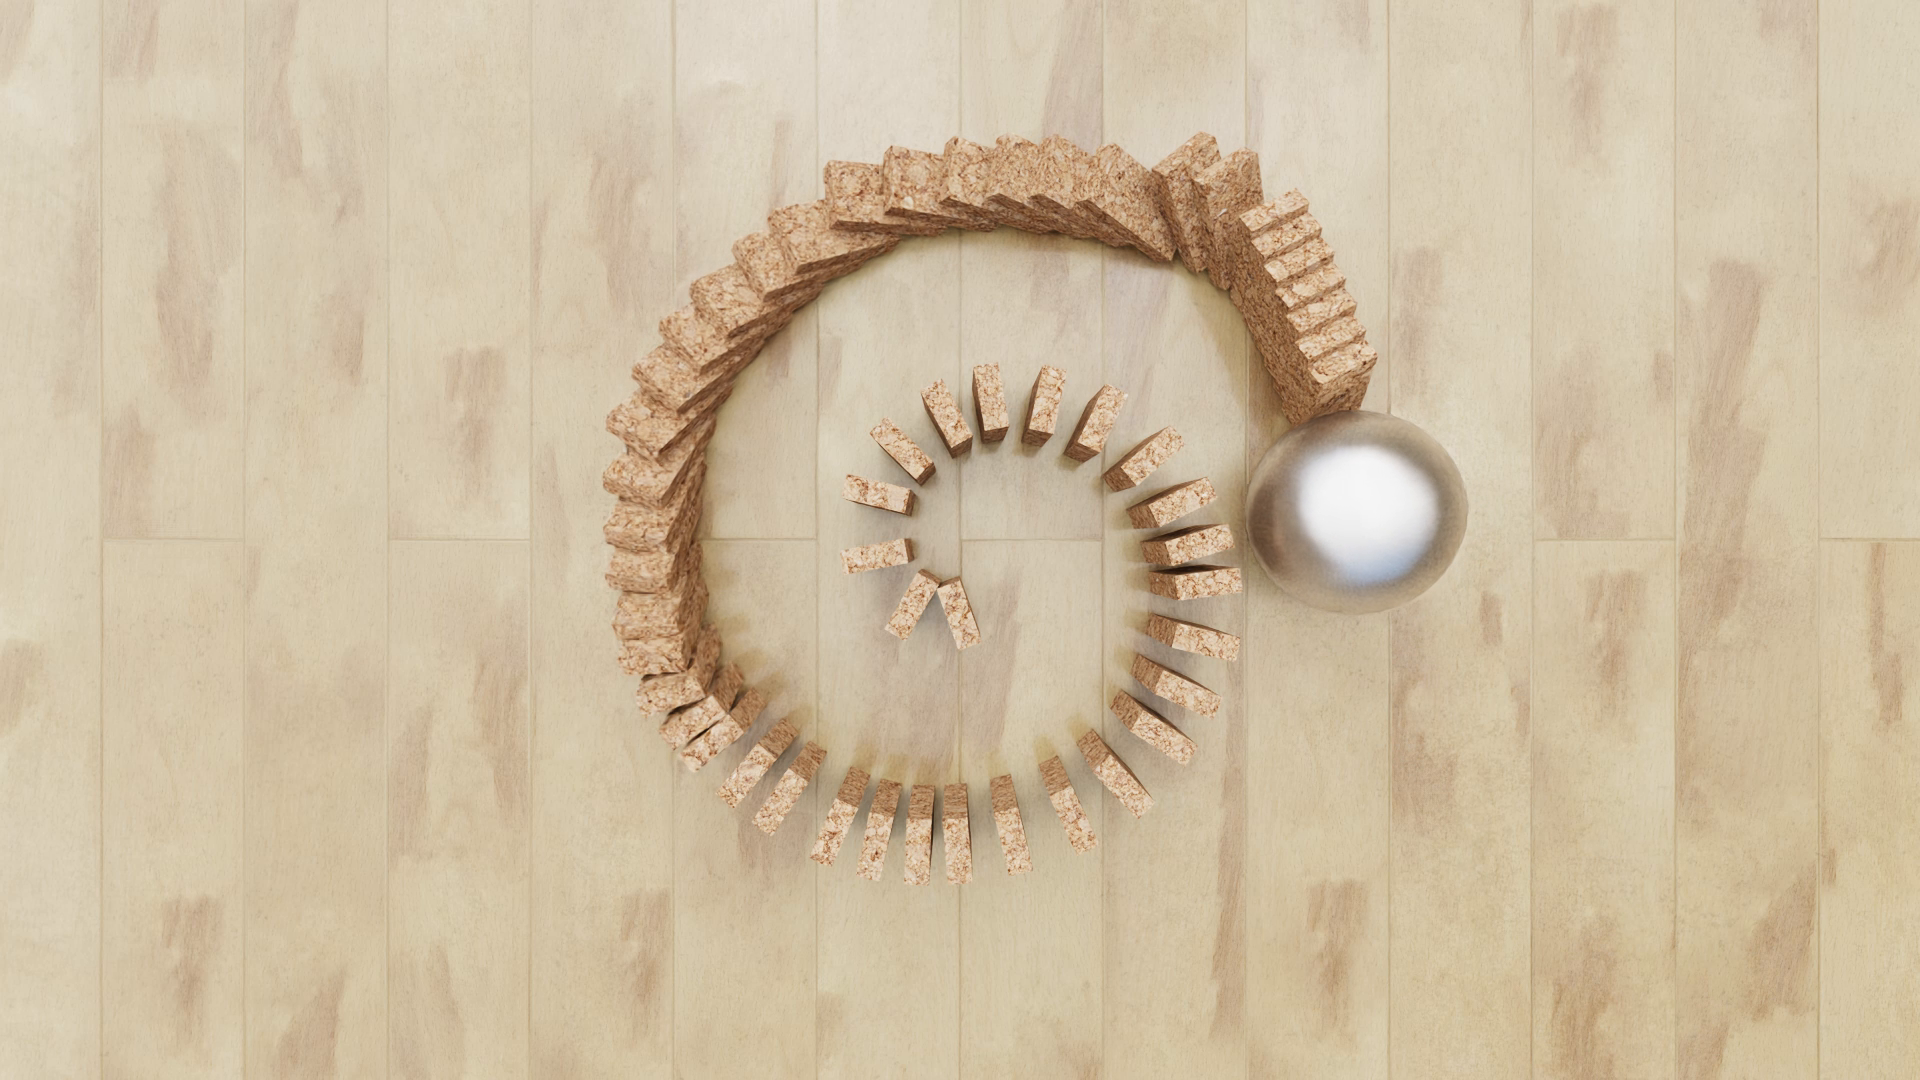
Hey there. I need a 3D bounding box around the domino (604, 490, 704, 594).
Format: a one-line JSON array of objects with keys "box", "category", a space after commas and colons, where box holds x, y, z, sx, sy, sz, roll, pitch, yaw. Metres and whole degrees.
[{"box": [-0.126, -0.001, 0.380, 0.025, 0.010, 0.050, 5, 48, 0], "category": "domino"}]

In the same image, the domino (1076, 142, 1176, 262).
[{"box": [0.073, -0.140, 0.383, 0.050, 0.009, 0.025, 23, 90, -33], "category": "domino"}]

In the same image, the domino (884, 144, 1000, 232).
[{"box": [-0.007, -0.147, 0.384, 0.050, 0.010, 0.025, 0, 90, -27], "category": "domino"}]

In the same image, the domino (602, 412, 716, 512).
[{"box": [-0.124, -0.037, 0.381, 0.025, 0.010, 0.050, 20, 52, 0], "category": "domino"}]

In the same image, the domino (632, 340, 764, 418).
[{"box": [-0.109, -0.076, 0.383, 0.025, 0.009, 0.050, 42, 58, 0], "category": "domino"}]

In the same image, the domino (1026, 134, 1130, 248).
[{"box": [0.053, -0.145, 0.382, 0.050, 0.010, 0.025, 16, 87, -33], "category": "domino"}]

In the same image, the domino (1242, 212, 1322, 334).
[{"box": [0.131, -0.108, 0.376, 0.025, 0.050, 0.010, -27, 63, 0], "category": "domino"}]

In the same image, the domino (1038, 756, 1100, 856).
[{"box": [0.044, 0.107, 0.375, 0.010, 0.050, 0.025, -25, 90, 0], "category": "domino"}]

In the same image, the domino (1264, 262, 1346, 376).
[{"box": [0.140, -0.089, 0.376, 0.025, 0.050, 0.009, -27, 63, 0], "category": "domino"}]

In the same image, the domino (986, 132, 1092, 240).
[{"box": [0.036, -0.147, 0.382, 0.050, 0.010, 0.025, 11, 89, -33], "category": "domino"}]

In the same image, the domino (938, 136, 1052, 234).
[{"box": [0.016, -0.148, 0.385, 0.050, 0.010, 0.025, 7, 90, -26], "category": "domino"}]

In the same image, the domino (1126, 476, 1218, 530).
[{"box": [0.085, -0.015, 0.375, 0.025, 0.050, 0.009, -26, 90, 0], "category": "domino"}]

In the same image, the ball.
[{"box": [0.154, -0.011, 0.360, 0.080, 0.080, 0.080, 0, 90, 0], "category": "ball"}]

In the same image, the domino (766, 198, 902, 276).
[{"box": [-0.052, -0.129, 0.382, 0.050, 0.009, 0.025, -25, 88, -30], "category": "domino"}]

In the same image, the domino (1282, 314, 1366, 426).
[{"box": [0.148, -0.069, 0.376, 0.025, 0.050, 0.009, -27, 63, 0], "category": "domino"}]

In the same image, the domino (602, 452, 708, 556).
[{"box": [-0.126, -0.018, 0.380, 0.025, 0.009, 0.050, 10, 50, 0], "category": "domino"}]

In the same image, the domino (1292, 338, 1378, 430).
[{"box": [0.153, -0.059, 0.376, 0.025, 0.050, 0.010, -27, 63, 0], "category": "domino"}]

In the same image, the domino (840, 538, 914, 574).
[{"box": [-0.033, 0.006, 0.375, 0.025, 0.050, 0.009, -11, 90, 0], "category": "domino"}]

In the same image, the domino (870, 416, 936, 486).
[{"box": [-0.022, -0.035, 0.375, 0.025, 0.050, 0.010, 44, 90, 0], "category": "domino"}]

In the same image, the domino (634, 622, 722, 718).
[{"box": [-0.114, 0.052, 0.375, 0.025, 0.050, 0.009, -18, 111, 0], "category": "domino"}]

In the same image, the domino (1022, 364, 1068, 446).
[{"box": [0.034, -0.054, 0.375, 0.009, 0.050, 0.025, 12, 90, 0], "category": "domino"}]

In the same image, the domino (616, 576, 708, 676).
[{"box": [-0.121, 0.035, 0.377, 0.025, 0.050, 0.010, -6, 123, 0], "category": "domino"}]

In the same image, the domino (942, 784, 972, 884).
[{"box": [-0.001, 0.119, 0.375, 0.009, 0.050, 0.025, -5, 90, 0], "category": "domino"}]

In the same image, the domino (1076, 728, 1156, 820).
[{"box": [0.063, 0.094, 0.375, 0.009, 0.050, 0.025, -43, 90, 0], "category": "domino"}]

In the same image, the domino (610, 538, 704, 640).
[{"box": [-0.124, 0.019, 0.378, 0.025, 0.050, 0.010, -3, 129, 0], "category": "domino"}]

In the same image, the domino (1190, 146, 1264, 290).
[{"box": [0.113, -0.132, 0.379, 0.025, 0.009, 0.050, -32, 133, -3], "category": "domino"}]

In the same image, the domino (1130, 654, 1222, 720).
[{"box": [0.087, 0.059, 0.375, 0.025, 0.050, 0.010, 25, 90, 0], "category": "domino"}]

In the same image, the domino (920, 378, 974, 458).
[{"box": [-0.005, -0.049, 0.375, 0.009, 0.050, 0.025, -29, 90, 0], "category": "domino"}]

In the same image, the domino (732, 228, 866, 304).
[{"box": [-0.067, -0.120, 0.384, 0.050, 0.010, 0.025, -29, 90, -29], "category": "domino"}]

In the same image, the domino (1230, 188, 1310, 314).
[{"box": [0.126, -0.117, 0.375, 0.025, 0.050, 0.009, -27, 63, -1], "category": "domino"}]

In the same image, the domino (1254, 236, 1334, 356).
[{"box": [0.136, -0.098, 0.376, 0.025, 0.050, 0.009, -27, 63, 0], "category": "domino"}]

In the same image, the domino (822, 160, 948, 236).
[{"box": [-0.031, -0.143, 0.384, 0.050, 0.009, 0.025, -6, 87, -28], "category": "domino"}]

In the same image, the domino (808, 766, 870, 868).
[{"box": [-0.048, 0.112, 0.375, 0.009, 0.050, 0.025, 24, 90, 0], "category": "domino"}]

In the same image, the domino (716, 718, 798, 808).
[{"box": [-0.082, 0.090, 0.375, 0.009, 0.050, 0.025, 40, 90, 0], "category": "domino"}]

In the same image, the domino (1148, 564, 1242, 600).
[{"box": [0.095, 0.017, 0.375, 0.025, 0.050, 0.010, -7, 90, 0], "category": "domino"}]

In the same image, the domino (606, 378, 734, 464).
[{"box": [-0.120, -0.056, 0.381, 0.025, 0.009, 0.050, 35, 54, 0], "category": "domino"}]

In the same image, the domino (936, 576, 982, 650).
[{"box": [0.000, 0.029, 0.375, 0.009, 0.050, 0.025, -20, 90, 0], "category": "domino"}]

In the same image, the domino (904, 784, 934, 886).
[{"box": [-0.016, 0.119, 0.375, 0.010, 0.050, 0.025, 2, 90, 0], "category": "domino"}]

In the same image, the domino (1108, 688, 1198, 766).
[{"box": [0.078, 0.076, 0.375, 0.025, 0.050, 0.010, 33, 90, 0], "category": "domino"}]

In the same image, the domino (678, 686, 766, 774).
[{"box": [-0.096, 0.076, 0.375, 0.025, 0.050, 0.010, -38, 94, 0], "category": "domino"}]

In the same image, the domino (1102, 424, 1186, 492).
[{"box": [0.074, -0.032, 0.375, 0.025, 0.050, 0.010, -40, 90, 0], "category": "domino"}]

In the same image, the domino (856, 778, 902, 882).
[{"box": [-0.033, 0.117, 0.375, 0.009, 0.050, 0.025, 13, 90, 0], "category": "domino"}]

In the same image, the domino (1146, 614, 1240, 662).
[{"box": [0.094, 0.039, 0.375, 0.025, 0.050, 0.010, 13, 90, 0], "category": "domino"}]

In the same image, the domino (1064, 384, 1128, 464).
[{"box": [0.055, -0.047, 0.375, 0.010, 0.050, 0.025, 26, 90, 0], "category": "domino"}]

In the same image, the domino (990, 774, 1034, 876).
[{"box": [0.020, 0.115, 0.375, 0.009, 0.050, 0.025, -14, 90, 0], "category": "domino"}]

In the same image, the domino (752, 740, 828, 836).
[{"box": [-0.069, 0.100, 0.375, 0.010, 0.050, 0.025, 34, 90, 0], "category": "domino"}]

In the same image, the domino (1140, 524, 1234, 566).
[{"box": [0.092, 0.002, 0.375, 0.025, 0.050, 0.010, -17, 90, 0], "category": "domino"}]

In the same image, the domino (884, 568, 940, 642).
[{"box": [-0.019, 0.026, 0.375, 0.010, 0.050, 0.025, 30, 90, 0], "category": "domino"}]

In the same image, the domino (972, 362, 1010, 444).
[{"box": [0.012, -0.055, 0.375, 0.009, 0.050, 0.025, -10, 90, 0], "category": "domino"}]

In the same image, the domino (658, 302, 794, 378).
[{"box": [-0.097, -0.091, 0.383, 0.025, 0.009, 0.050, 49, 58, 0], "category": "domino"}]

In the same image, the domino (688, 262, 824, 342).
[{"box": [-0.084, -0.104, 0.383, 0.050, 0.009, 0.025, -37, 89, -32], "category": "domino"}]

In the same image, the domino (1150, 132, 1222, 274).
[{"box": [0.099, -0.139, 0.379, 0.025, 0.010, 0.050, -37, 134, -1], "category": "domino"}]

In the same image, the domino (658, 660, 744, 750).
[{"box": [-0.105, 0.066, 0.375, 0.025, 0.050, 0.009, -33, 100, 0], "category": "domino"}]

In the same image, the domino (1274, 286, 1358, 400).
[{"box": [0.145, -0.079, 0.376, 0.025, 0.050, 0.010, -27, 63, 0], "category": "domino"}]

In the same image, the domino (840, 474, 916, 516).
[{"box": [-0.032, -0.018, 0.375, 0.025, 0.050, 0.010, 14, 90, 0], "category": "domino"}]
